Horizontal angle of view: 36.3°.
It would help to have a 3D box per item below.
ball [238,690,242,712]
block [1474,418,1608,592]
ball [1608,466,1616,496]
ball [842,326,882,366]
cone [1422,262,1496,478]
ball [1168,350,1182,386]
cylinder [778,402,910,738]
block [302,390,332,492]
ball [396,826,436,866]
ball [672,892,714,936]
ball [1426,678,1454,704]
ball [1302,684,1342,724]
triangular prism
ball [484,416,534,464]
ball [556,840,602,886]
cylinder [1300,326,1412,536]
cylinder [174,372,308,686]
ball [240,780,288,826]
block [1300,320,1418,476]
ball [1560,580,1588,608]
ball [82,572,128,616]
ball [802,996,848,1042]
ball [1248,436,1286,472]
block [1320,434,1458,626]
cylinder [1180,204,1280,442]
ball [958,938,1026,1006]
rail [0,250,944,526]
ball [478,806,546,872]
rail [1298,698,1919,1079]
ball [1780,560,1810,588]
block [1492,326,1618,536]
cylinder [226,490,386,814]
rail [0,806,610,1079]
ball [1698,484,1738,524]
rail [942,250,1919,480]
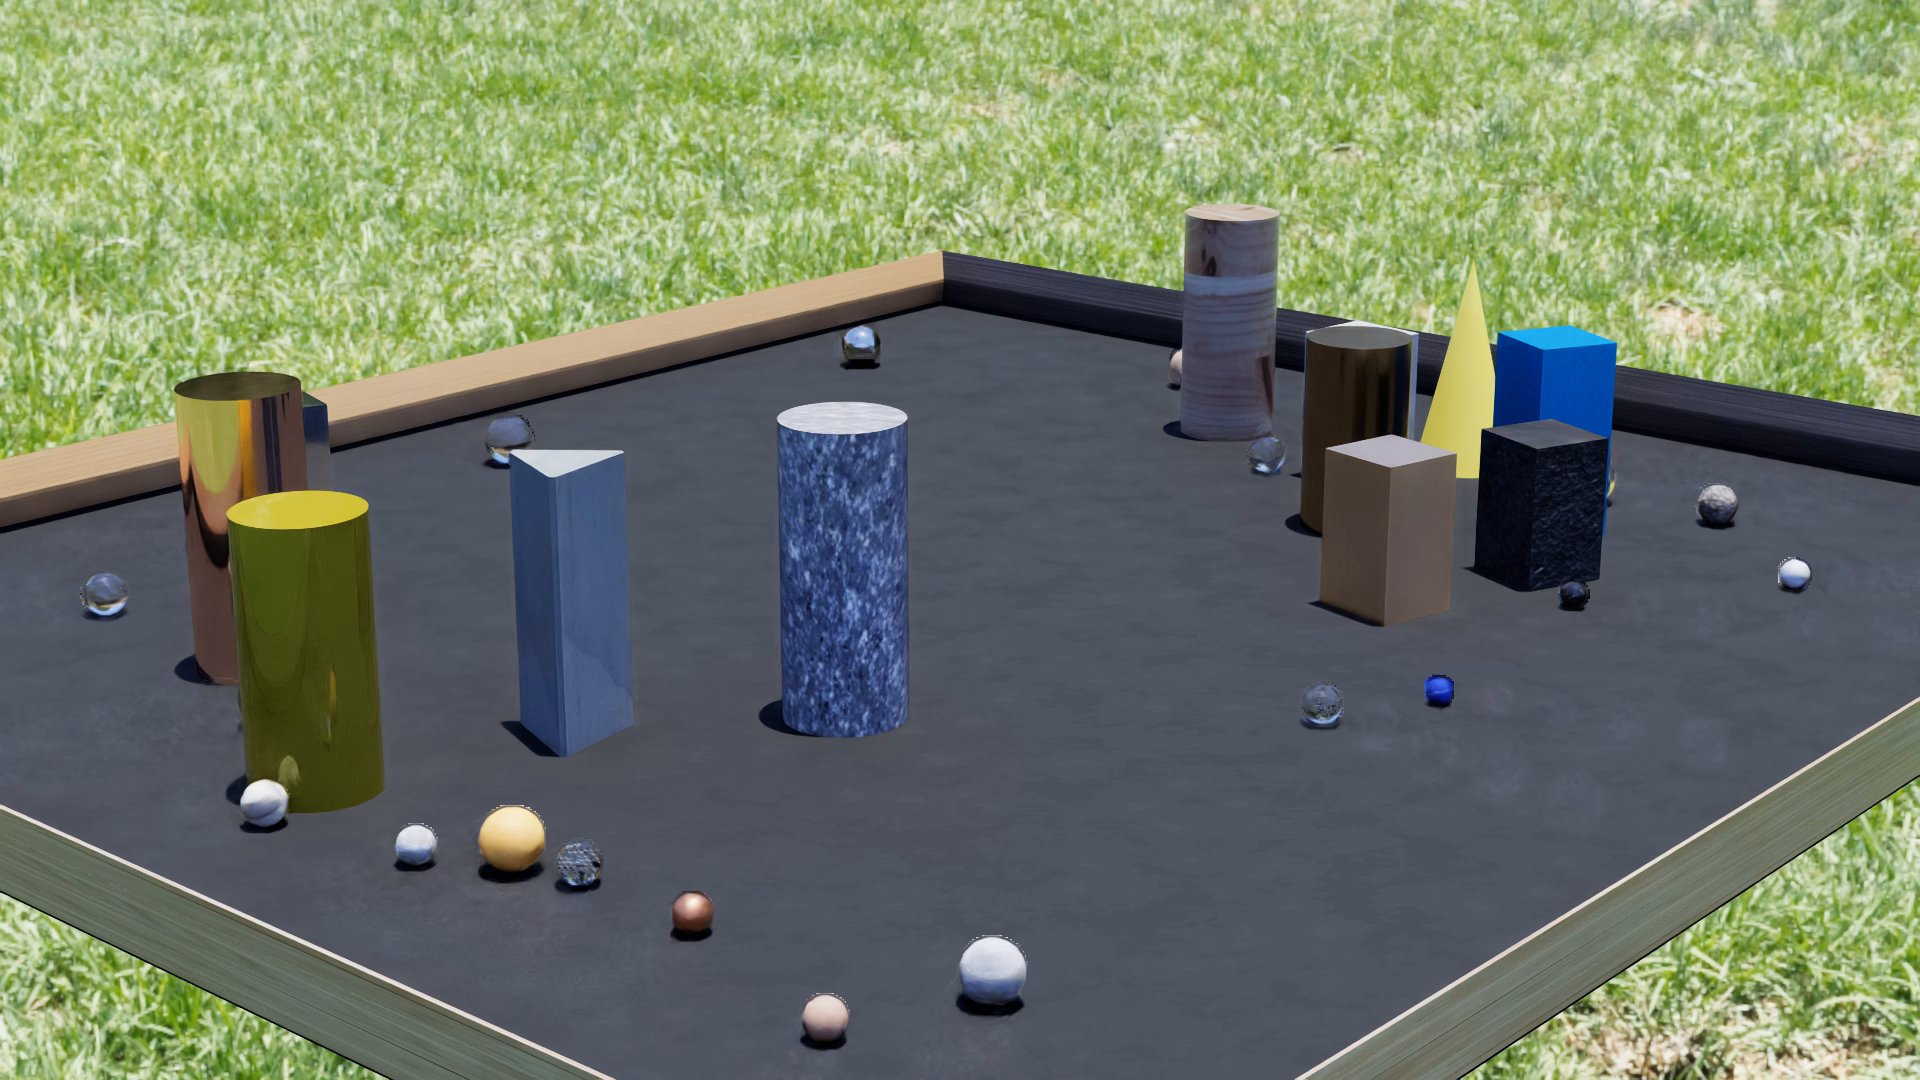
[{"bbox_3d":[-1.062,0.243,4.493,0.087,0.087,0.087,0,17,0],"label":"ball"},{"bbox_3d":[1.032,-0.064,5.211,0.157,0.260,0.157,-9,19,-26],"label":"block"},{"bbox_3d":[1.224,-0.116,5.679,0.091,0.091,0.091,0,17,0],"label":"ball"},{"bbox_3d":[-0.228,-0.448,6.776,0.092,0.092,0.092,0,17,0],"label":"ball"},{"bbox_3d":[1.022,-0.355,5.893,0.196,0.424,0.196,0,17,0],"label":"cone"},{"bbox_3d":[0.513,-0.386,6.574,0.089,0.089,0.089,0,17,0],"label":"ball"},{"bbox_3d":[-0.177,0.044,4.479,0.196,0.476,0.196,0,17,0],"label":"cylinder"},{"bbox_3d":[-1.207,-0.084,5.159,0.157,0.330,0.157,-11,20,-31],"label":"block"},{"bbox_3d":[-0.738,0.415,3.979,0.055,0.055,0.055,0,17,0],"label":"ball"},{"bbox_3d":[-0.344,0.480,3.765,0.054,0.054,0.054,0,17,0],"label":"ball"},{"bbox_3d":[0.750,0.237,4.591,0.043,0.043,0.043,0,17,0],"label":"ball"},{"bbox_3d":[0.557,0.253,4.505,0.062,0.062,0.062,0,17,0],"label":"ball"},{"bbox_3d":[-0.610,0.085,4.418,0.147,0.434,0.170,10,19,30],"label":"triangular prism"},{"bbox_3d":[-0.916,-0.203,5.954,0.098,0.098,0.098,0,17,0],"label":"ball"},{"bbox_3d":[-0.508,0.431,3.913,0.062,0.062,0.062,0,17,0],"label":"ball"},{"bbox_3d":[0.741,-0.203,5.493,0.196,0.363,0.196,0,17,0],"label":"cylinder"},{"bbox_3d":[-1.141,-0.019,4.702,0.196,0.469,0.196,0,17,0],"label":"cylinder"},{"bbox_3d":[-0.975,0.369,4.112,0.066,0.066,0.066,0,17,0],"label":"ball"},{"bbox_3d":[0.794,-0.269,5.830,0.157,0.295,0.157,-14,22,-39],"label":"block"},{"bbox_3d":[1.059,0.093,5.057,0.048,0.048,0.048,0,17,0],"label":"ball"},{"bbox_3d":[-1.462,0.092,5.015,0.074,0.074,0.074,0,17,0],"label":"ball"},{"bbox_3d":[-0.160,0.567,3.473,0.055,0.055,0.055,0,17,0],"label":"ball"},{"bbox_3d":[0.617,-0.172,5.894,0.073,0.073,0.073,0,17,0],"label":"ball"},{"bbox_3d":[0.733,-0.018,5.028,0.157,0.279,0.157,-12,21,-35],"label":"block"},{"bbox_3d":[0.566,-0.457,6.157,0.196,0.467,0.196,0,17,0],"label":"cylinder"},{"bbox_3d":[0.040,0.525,3.565,0.083,0.083,0.083,0,17,0],"label":"ball"},{"bbox_3d":[-1.218,-0.273,6.133,0.045,0.127,3.631,14,22,39],"label":"rail"},{"bbox_3d":[-0.604,0.404,3.955,0.089,0.089,0.089,0,17,0],"label":"ball"},{"bbox_3d":[1.218,0.337,4.108,0.045,0.127,3.631,14,22,39],"label":"rail"},{"bbox_3d":[1.470,0.060,5.161,0.051,0.051,0.051,0,17,0],"label":"ball"},{"bbox_3d":[1.102,-0.197,5.465,0.157,0.369,0.157,-6,18,-20],"label":"block"},{"bbox_3d":[-0.934,0.158,4.195,0.196,0.421,0.196,0,17,0],"label":"cylinder"},{"bbox_3d":[-1.175,0.422,3.825,3.273,0.127,0.045,14,22,39],"label":"rail"},{"bbox_3d":[1.433,-0.067,5.544,0.075,0.075,0.075,0,17,0],"label":"ball"},{"bbox_3d":[1.175,-0.359,6.416,3.273,0.127,0.045,14,22,39],"label":"rail"}]
